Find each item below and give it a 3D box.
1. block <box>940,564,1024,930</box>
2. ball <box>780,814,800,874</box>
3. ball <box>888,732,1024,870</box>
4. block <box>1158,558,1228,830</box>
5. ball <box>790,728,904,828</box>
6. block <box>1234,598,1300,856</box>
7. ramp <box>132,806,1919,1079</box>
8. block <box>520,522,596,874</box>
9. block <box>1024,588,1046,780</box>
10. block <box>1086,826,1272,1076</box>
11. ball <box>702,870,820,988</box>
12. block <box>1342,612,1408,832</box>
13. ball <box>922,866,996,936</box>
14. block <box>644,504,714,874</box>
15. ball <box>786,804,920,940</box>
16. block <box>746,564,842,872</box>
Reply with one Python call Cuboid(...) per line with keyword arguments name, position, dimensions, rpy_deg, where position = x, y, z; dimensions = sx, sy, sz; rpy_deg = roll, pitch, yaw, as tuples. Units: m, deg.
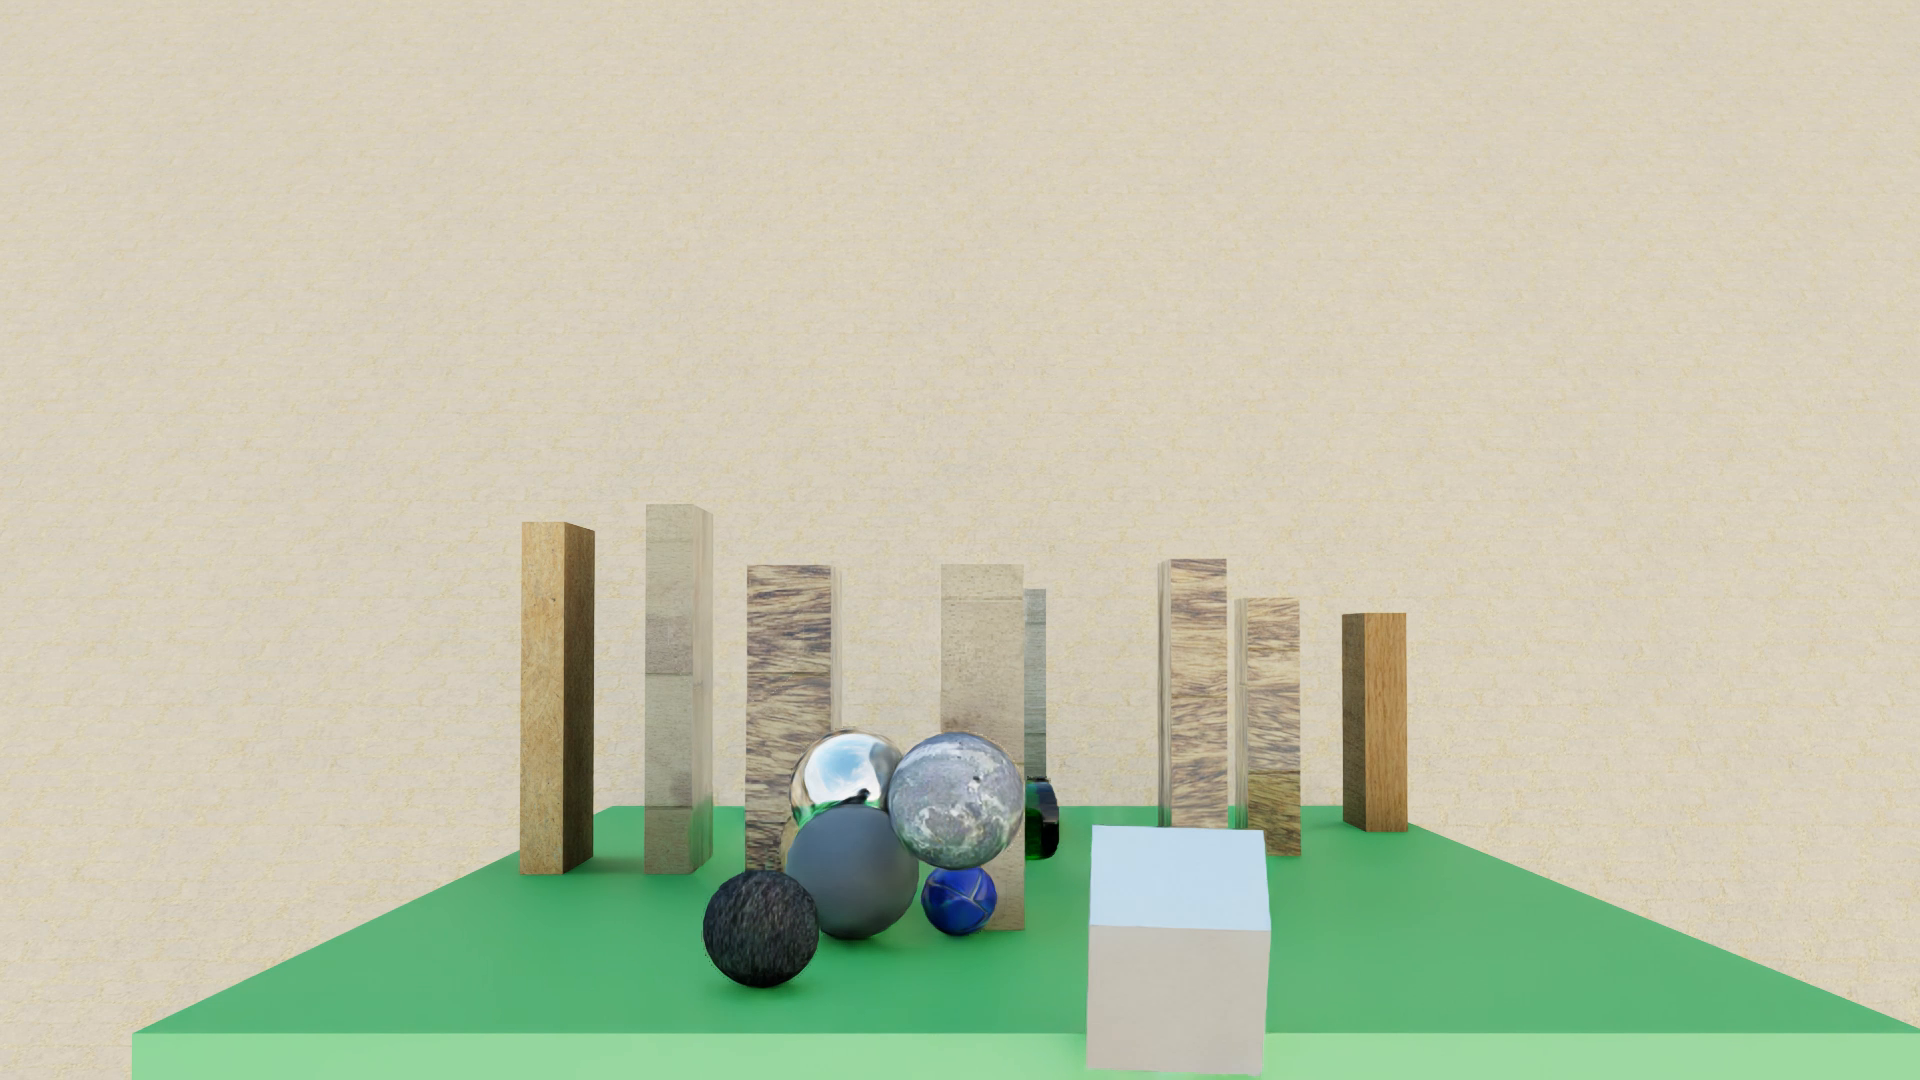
Cuboid(name="block", position=(0.034, 0.318, 4.057), dimensions=(0.126, 0.552, 0.271), rpy_deg=(0, -2, 0))
Cuboid(name="ball", position=(-0.201, 0.507, 4.269), dimensions=(0.190, 0.190, 0.190), rpy_deg=(0, 36, 0))
Cuboid(name="ball", position=(-0.006, 0.361, 3.602), dimensions=(0.191, 0.191, 0.191), rpy_deg=(0, 36, 0))
Cuboid(name="block", position=(0.403, 0.325, 4.529), dimensions=(0.095, 0.575, 0.303), rpy_deg=(0, -2, 0))
Cuboid(name="ball", position=(-0.167, 0.399, 4.094), dimensions=(0.204, 0.204, 0.204), rpy_deg=(0, 36, 0))
Cuboid(name="block", position=(0.638, 0.384, 5.408), dimensions=(0.107, 0.524, 0.249), rpy_deg=(0, -2, 0))
Cuboid(name="ramp", position=(0.080, 0.676, 4.886), dimensions=(2.000, 0.100, 4.000), rpy_deg=(0, -2, 0))
Cuboid(name="block", position=(-0.783, 0.303, 5.072), dimensions=(0.080, 0.660, 0.409), rpy_deg=(0, -2, 0))
Cuboid(name="block", position=(0.143, 0.396, 6.093), dimensions=(0.104, 0.554, 0.443), rpy_deg=(0, -2, 0))
Cuboid(name="block", position=(0.238, 0.451, 2.870), dimensions=(0.191, 0.191, 0.191), rpy_deg=(2, 27, 3))
Cuboid(name="ball", position=(-0.251, 0.490, 3.282), dimensions=(0.148, 0.148, 0.148), rpy_deg=(0, 36, 0))
Cuboid(name="block", position=(0.976, 0.424, 6.132), dimensions=(0.096, 0.500, 0.357), rpy_deg=(0, -2, 0))
Cuboid(name="ball", position=(-0.001, 0.530, 3.852), dimensions=(0.111, 0.111, 0.111), rpy_deg=(0, 36, 0))
Cuboid(name="block", position=(-0.547, 0.287, 5.078), dimensions=(0.089, 0.693, 0.399), rpy_deg=(0, -2, 0))
Cuboid(name="ball", position=(-0.156, 0.480, 3.767), dimensions=(0.194, 0.194, 0.194), rpy_deg=(0, 36, 0))
Cuboid(name="block", position=(-0.288, 0.332, 4.580), dimensions=(0.142, 0.564, 0.422), rpy_deg=(0, -2, 0))
